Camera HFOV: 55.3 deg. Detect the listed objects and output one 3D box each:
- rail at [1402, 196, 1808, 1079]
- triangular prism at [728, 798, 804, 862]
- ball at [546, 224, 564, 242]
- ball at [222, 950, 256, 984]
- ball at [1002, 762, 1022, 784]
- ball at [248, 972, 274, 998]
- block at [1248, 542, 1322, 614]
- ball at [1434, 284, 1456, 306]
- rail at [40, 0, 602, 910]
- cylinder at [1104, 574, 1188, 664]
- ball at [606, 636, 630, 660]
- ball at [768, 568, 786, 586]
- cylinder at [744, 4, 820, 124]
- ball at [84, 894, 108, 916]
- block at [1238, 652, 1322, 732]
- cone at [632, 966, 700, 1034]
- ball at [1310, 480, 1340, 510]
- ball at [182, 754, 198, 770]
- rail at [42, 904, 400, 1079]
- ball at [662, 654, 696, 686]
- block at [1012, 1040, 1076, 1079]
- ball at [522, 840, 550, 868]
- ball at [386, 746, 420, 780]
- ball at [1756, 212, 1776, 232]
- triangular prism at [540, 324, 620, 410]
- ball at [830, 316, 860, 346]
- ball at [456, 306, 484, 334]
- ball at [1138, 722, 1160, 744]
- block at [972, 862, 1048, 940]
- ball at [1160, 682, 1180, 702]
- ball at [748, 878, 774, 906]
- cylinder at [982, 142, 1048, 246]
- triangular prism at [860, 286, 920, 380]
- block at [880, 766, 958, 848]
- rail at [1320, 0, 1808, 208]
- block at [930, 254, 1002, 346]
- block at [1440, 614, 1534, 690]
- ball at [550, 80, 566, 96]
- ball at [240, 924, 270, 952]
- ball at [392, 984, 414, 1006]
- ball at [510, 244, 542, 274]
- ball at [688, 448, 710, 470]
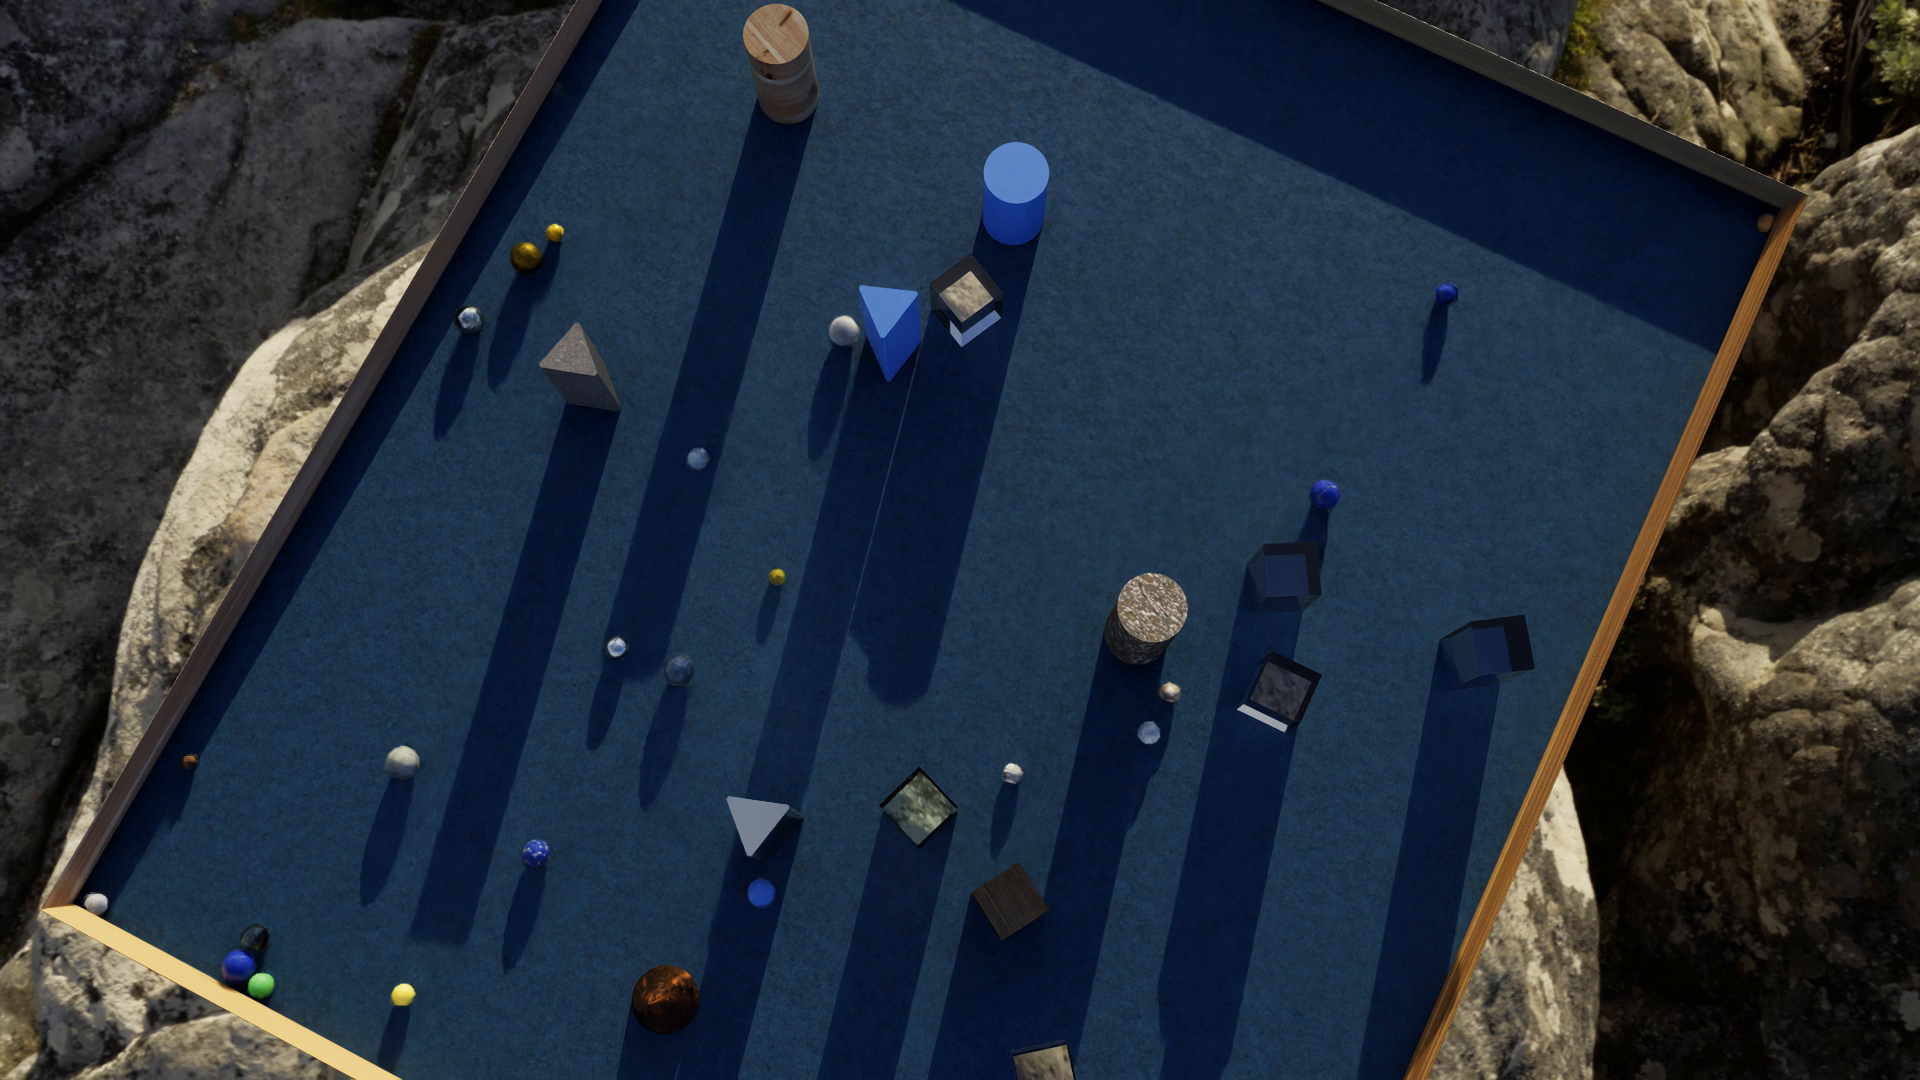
[{"bbox_3d":[1.658,0.818,5.381,0.045,0.128,4.319,26,80,5],"label":"rail"},{"bbox_3d":[-0.574,0.793,5.204,0.147,0.487,0.170,38,81,7],"label":"triangular prism"},{"bbox_3d":[-1.278,-0.969,5.789,0.055,0.055,0.055,0,78,0],"label":"ball"},{"bbox_3d":[-2.090,1.236,5.312,0.097,0.097,0.097,0,78,0],"label":"ball"},{"bbox_3d":[0.157,0.693,5.442,0.060,0.060,0.060,0,78,0],"label":"ball"},{"bbox_3d":[-2.026,1.292,5.311,0.074,0.074,0.074,0,78,0],"label":"ball"},{"bbox_3d":[0.960,0.115,5.442,0.157,0.296,0.157,-3,78,-1],"label":"block"},{"bbox_3d":[1.521,-0.769,5.742,0.066,0.066,0.066,0,78,0],"label":"ball"},{"bbox_3d":[-1.658,-0.805,5.717,0.045,0.128,4.319,26,80,5],"label":"rail"},{"bbox_3d":[0.536,0.235,5.332,0.196,0.461,0.196,0,78,0],"label":"cylinder"},{"bbox_3d":[-1.030,0.323,5.512,0.074,0.074,0.074,0,78,0],"label":"ball"},{"bbox_3d":[-0.556,0.112,5.568,0.049,0.049,0.049,0,78,0],"label":"ball"},{"bbox_3d":[-0.553,-1.475,5.705,0.196,0.424,0.196,0,78,0],"label":"cylinder"},{"bbox_3d":[-2.528,1.067,5.362,0.066,0.066,0.066,0,78,0],"label":"ball"},{"bbox_3d":[0.938,0.449,5.394,0.157,0.253,0.157,26,79,5],"label":"block"},{"bbox_3d":[-0.858,1.308,5.190,0.196,0.305,0.196,0,78,0],"label":"cone"},{"bbox_3d":[1.113,-0.137,5.598,0.091,0.091,0.091,0,78,0],"label":"ball"},{"bbox_3d":[-2.296,0.662,5.457,0.044,0.044,0.044,0,78,0],"label":"ball"},{"bbox_3d":[-0.955,1.878,5.162,3.754,0.128,0.045,26,80,5],"label":"rail"},{"bbox_3d":[-0.842,0.390,5.487,0.096,0.096,0.096,0,78,0],"label":"ball"},{"bbox_3d":[0.241,1.515,5.183,0.157,0.236,0.157,-11,79,-2],"label":"block"},{"bbox_3d":[-1.244,0.922,5.384,0.081,0.081,0.081,0,78,0],"label":"ball"},{"bbox_3d":[-1.652,0.660,5.430,0.098,0.098,0.098,0,78,0],"label":"ball"},{"bbox_3d":[2.552,-1.006,5.795,0.059,0.059,0.059,0,78,0],"label":"ball"},{"bbox_3d":[-1.129,-0.526,5.530,0.170,0.382,0.147,9,78,2],"label":"triangular prism"},{"bbox_3d":[-0.361,-0.649,5.703,0.094,0.094,0.094,0,78,0],"label":"ball"},{"bbox_3d":[-1.528,-0.687,5.713,0.089,0.089,0.089,0,78,0],"label":"ball"},{"bbox_3d":[0.563,0.575,5.464,0.066,0.066,0.066,0,78,0],"label":"ball"},{"bbox_3d":[0.141,1.037,5.256,0.157,0.285,0.157,-32,80,-6],"label":"block"},{"bbox_3d":[0.628,0.456,5.492,0.059,0.059,0.059,0,78,0],"label":"ball"},{"bbox_3d":[-0.582,1.031,5.362,0.080,0.080,0.080,0,78,0],"label":"ball"},{"bbox_3d":[0.169,-1.066,5.661,0.196,0.345,0.196,0,78,0],"label":"cylinder"},{"bbox_3d":[-0.232,-0.649,5.527,0.147,0.438,0.170,36,81,7],"label":"triangular prism"},{"bbox_3d":[-0.118,0.779,5.310,0.157,0.286,0.157,-43,82,-8],"label":"block"},{"bbox_3d":[0.955,-1.864,5.936,3.754,0.128,0.045,26,80,5],"label":"rail"},{"bbox_3d":[0.019,-0.736,5.645,0.157,0.242,0.157,-37,81,-7],"label":"block"},{"bbox_3d":[1.542,0.333,5.373,0.157,0.342,0.157,-7,78,-1],"label":"block"},{"bbox_3d":[-1.293,-1.451,5.892,0.048,0.048,0.048,0,78,0],"label":"ball"},{"bbox_3d":[-2.052,1.159,5.335,0.081,0.081,0.081,0,78,0],"label":"ball"},{"bbox_3d":[-1.614,1.319,5.310,0.065,0.065,0.065,0,78,0],"label":"ball"},{"bbox_3d":[-1.360,-0.883,5.750,0.097,0.097,0.097,0,78,0],"label":"ball"},{"bbox_3d":[-0.805,-0.251,5.635,0.066,0.066,0.066,0,78,0],"label":"ball"}]
